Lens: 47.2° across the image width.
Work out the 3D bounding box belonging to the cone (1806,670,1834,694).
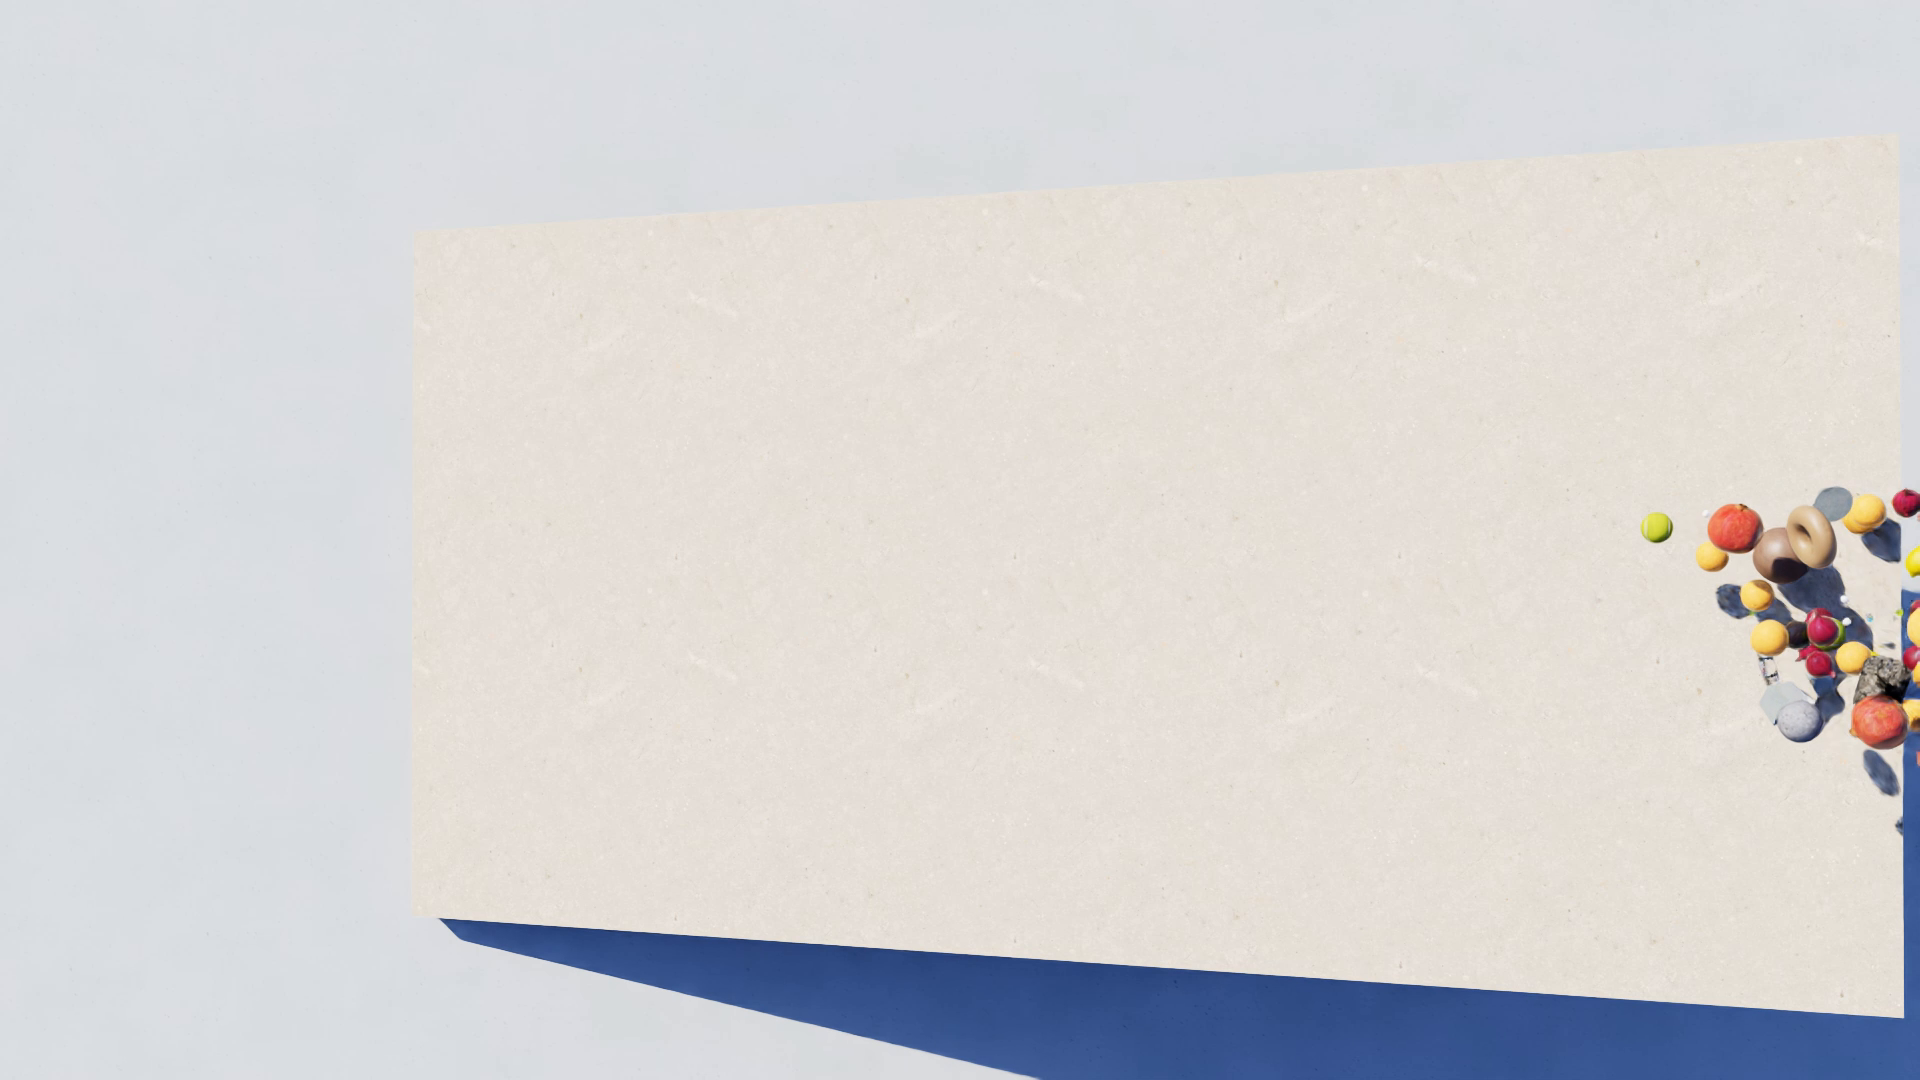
[{"bbox_3d":[1.949,0.315,5.016,0.059,0.059,0.059,-9,112,-22],"label":"cone"}]

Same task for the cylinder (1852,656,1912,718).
[{"bbox_3d":[1.886,0.300,4.498,0.092,0.092,0.092,4,118,0],"label":"cylinder"}]

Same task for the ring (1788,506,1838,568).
[{"bbox_3d":[1.619,-0.006,4.180,0.042,0.127,0.127,-19,89,-7],"label":"ring"}]

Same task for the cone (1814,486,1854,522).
[{"bbox_3d":[1.657,-0.083,4.207,0.074,0.074,0.074,0,115,0],"label":"cone"}]

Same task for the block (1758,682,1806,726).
[{"bbox_3d":[1.730,0.343,4.623,0.060,0.060,0.060,-10,49,-14],"label":"block"}]

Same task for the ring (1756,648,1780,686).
[{"bbox_3d":[1.732,0.274,4.714,0.031,0.092,0.092,-17,89,15],"label":"ring"}]

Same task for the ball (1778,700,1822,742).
[{"bbox_3d":[1.716,0.371,4.492,0.087,0.087,0.087,0,89,0],"label":"ball"}]

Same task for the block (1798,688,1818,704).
[{"bbox_3d":[1.914,0.373,5.018,0.055,0.055,0.055,38,102,20],"label":"block"}]

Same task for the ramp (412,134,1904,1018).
[{"bbox_3d":[0.282,0.088,5.743,4.000,0.100,2.000,0,89,21],"label":"ramp"}]
